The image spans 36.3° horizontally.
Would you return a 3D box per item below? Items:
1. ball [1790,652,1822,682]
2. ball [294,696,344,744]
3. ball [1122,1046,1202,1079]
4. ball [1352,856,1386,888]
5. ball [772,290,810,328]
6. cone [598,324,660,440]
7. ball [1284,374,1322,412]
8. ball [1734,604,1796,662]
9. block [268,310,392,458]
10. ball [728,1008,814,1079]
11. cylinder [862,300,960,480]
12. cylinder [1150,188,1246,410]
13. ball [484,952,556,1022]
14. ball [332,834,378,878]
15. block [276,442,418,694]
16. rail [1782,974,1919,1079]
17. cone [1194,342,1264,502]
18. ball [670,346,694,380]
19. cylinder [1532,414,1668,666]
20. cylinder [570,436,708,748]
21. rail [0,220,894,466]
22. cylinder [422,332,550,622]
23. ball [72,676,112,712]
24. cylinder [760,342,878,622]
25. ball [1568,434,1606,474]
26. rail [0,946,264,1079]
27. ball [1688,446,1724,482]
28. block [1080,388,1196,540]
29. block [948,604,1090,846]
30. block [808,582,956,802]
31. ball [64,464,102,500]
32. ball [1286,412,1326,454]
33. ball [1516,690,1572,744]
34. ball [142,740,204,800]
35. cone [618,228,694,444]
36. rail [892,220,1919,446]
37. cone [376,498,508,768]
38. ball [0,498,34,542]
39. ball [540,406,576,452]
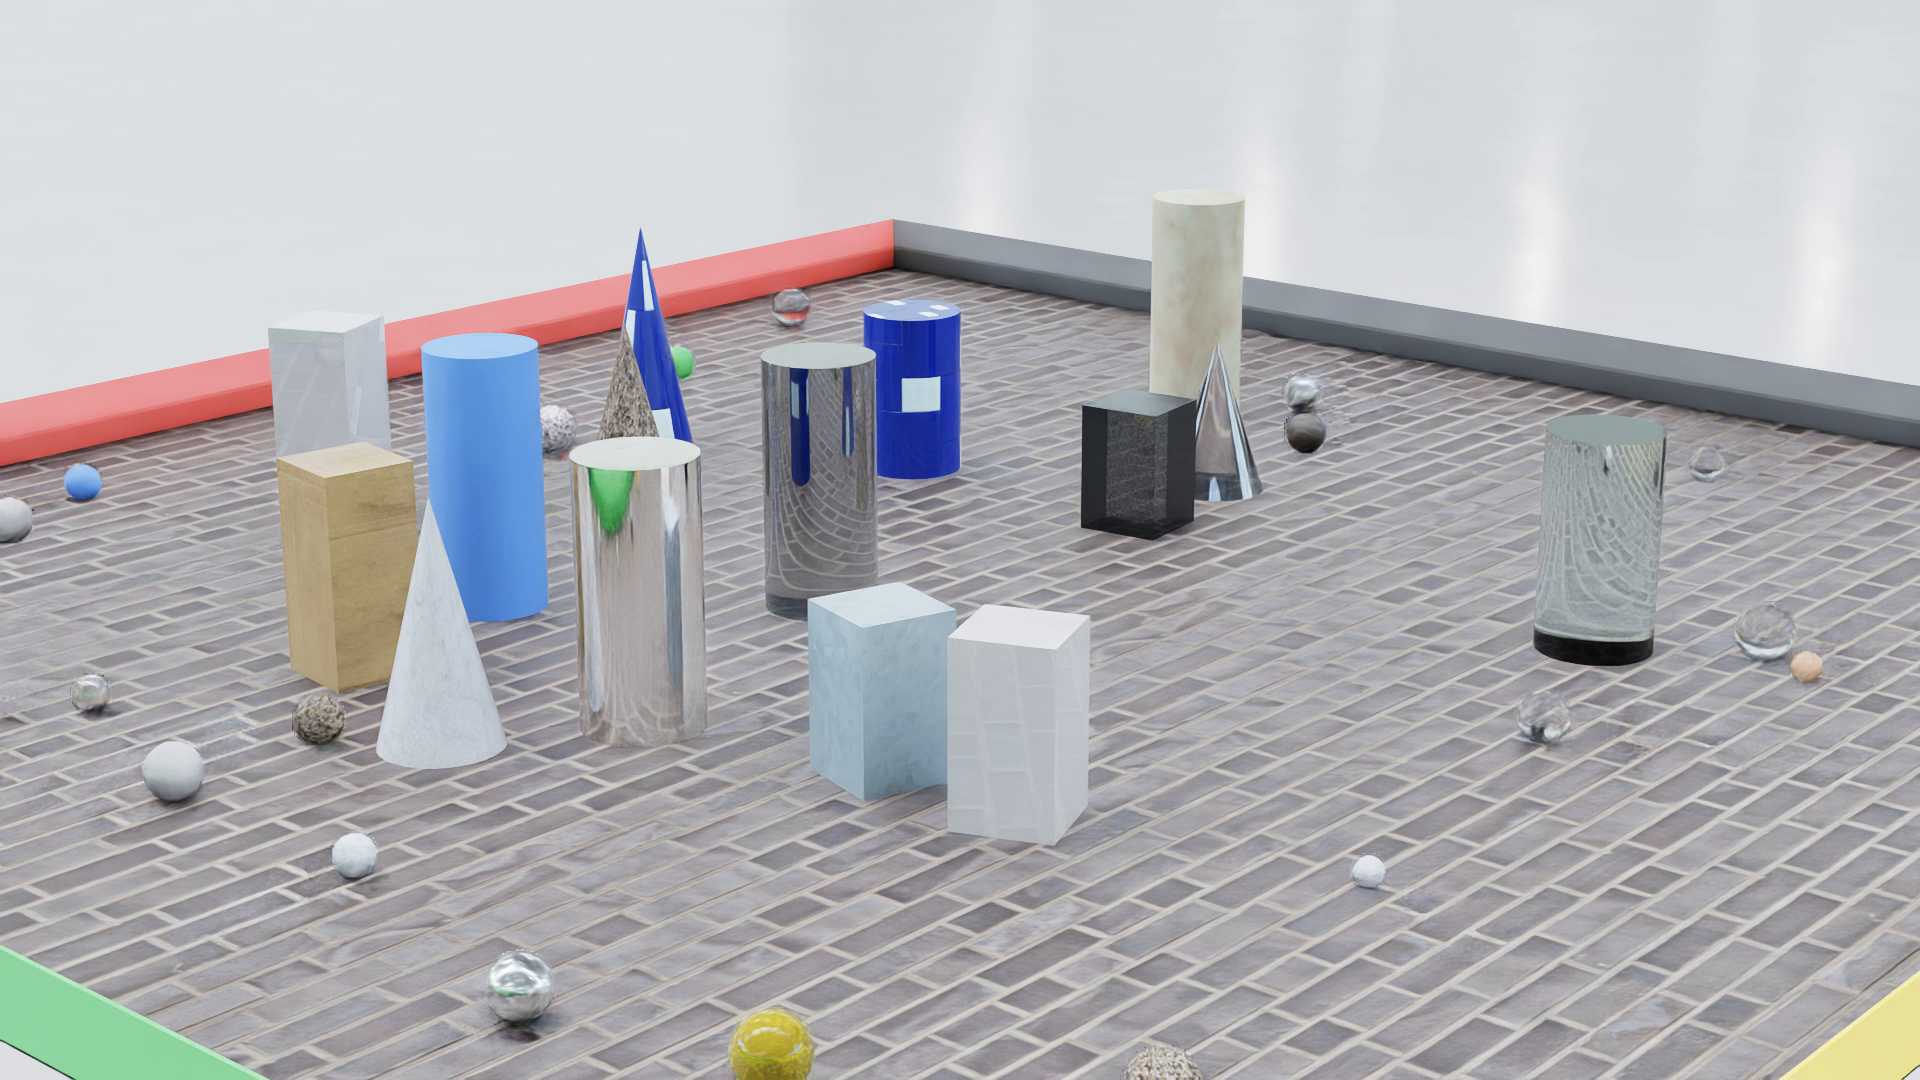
[{"bbox_3d":[1.355,0.203,4.692,0.049,0.049,0.049,0,17,0],"label":"ball"},{"bbox_3d":[-0.966,0.271,4.420,0.075,0.075,0.075,0,17,0],"label":"ball"},{"bbox_3d":[0.225,0.611,3.265,0.092,0.092,0.092,0,17,0],"label":"ball"},{"bbox_3d":[0.545,0.442,3.907,0.043,0.043,0.043,0,17,0],"label":"ball"},{"bbox_3d":[-0.412,-0.566,7.166,0.093,0.093,0.093,0,17,0],"label":"ball"},{"bbox_3d":[-0.631,-0.232,5.574,0.196,0.372,0.196,0,17,0],"label":"cone"},{"bbox_3d":[0.744,-0.319,6.367,0.081,0.081,0.081,0,17,0],"label":"ball"},{"bbox_3d":[1.313,0.151,4.779,0.097,0.097,0.097,0,17,0],"label":"ball"},{"bbox_3d":[-1.189,-0.229,5.554,0.156,0.378,0.156,5,18,17],"label":"block"},{"bbox_3d":[-0.215,0.584,3.343,0.098,0.098,0.098,0,17,0],"label":"ball"},{"bbox_3d":[-0.096,-0.304,5.899,0.196,0.323,0.196,0,17,0],"label":"cylinder"},{"bbox_3d":[0.508,-0.502,6.295,0.196,0.473,0.196,0,17,0],"label":"cylinder"},{"bbox_3d":[-0.528,0.537,3.523,0.083,0.083,0.083,0,17,0],"label":"ball"},{"bbox_3d":[-0.813,0.424,3.938,0.060,0.060,0.060,0,17,0],"label":"ball"},{"bbox_3d":[-0.975,0.042,4.697,0.156,0.354,0.156,-14,22,-38],"label":"block"},{"bbox_3d":[1.510,0.410,3.865,0.045,0.127,4.112,14,22,39],"label":"rail"},{"bbox_3d":[0.501,-0.246,5.748,0.196,0.298,0.196,0,17,0],"label":"cone"},{"bbox_3d":[-0.641,-0.401,6.643,0.078,0.078,0.078,0,17,0],"label":"ball"},{"bbox_3d":[1.049,-0.001,4.808,0.196,0.372,0.196,0,17,0],"label":"cylinder"},{"bbox_3d":[-0.485,0.077,4.443,0.196,0.433,0.196,0,17,0],"label":"cylinder"},{"bbox_3d":[-1.510,-0.347,6.376,0.045,0.127,4.112,14,22,39],"label":"rail"},{"bbox_3d":[-0.811,-0.109,5.015,0.196,0.458,0.196,0,17,0],"label":"cylinder"},{"bbox_3d":[-1.349,0.239,4.558,0.057,0.057,0.057,0,17,0],"label":"ball"},{"bbox_3d":[-0.239,-0.100,5.017,0.196,0.442,0.196,0,17,0],"label":"cylinder"},{"bbox_3d":[1.259,-0.173,5.890,0.077,0.077,0.077,0,17,0],"label":"ball"},{"bbox_3d":[-1.332,0.475,3.651,4.048,0.127,0.045,14,22,39],"label":"rail"},{"bbox_3d":[1.482,-0.151,5.826,0.071,0.071,0.071,0,17,0],"label":"ball"},{"bbox_3d":[0.336,-0.144,5.514,0.156,0.237,0.156,11,20,32],"label":"block"},{"bbox_3d":[0.083,0.257,4.103,0.156,0.286,0.156,6,18,19],"label":"block"},{"bbox_3d":[-0.113,0.218,4.270,0.156,0.263,0.156,-10,20,-31],"label":"block"},{"bbox_3d":[-1.706,-0.112,5.701,0.070,0.070,0.070,0,17,0],"label":"ball"},{"bbox_3d":[0.713,-0.220,6.035,0.083,0.083,0.083,0,17,0],"label":"ball"},{"bbox_3d":[0.881,0.267,4.423,0.080,0.080,0.080,0,17,0],"label":"ball"},{"bbox_3d":[-1.127,0.331,4.203,0.086,0.086,0.086,0,17,0],"label":"ball"},{"bbox_3d":[-0.648,-0.414,6.013,0.196,0.467,0.196,0,17,0],"label":"cone"},{"bbox_3d":[1.332,-0.411,6.589,4.048,0.127,0.045,14,22,39],"label":"rail"},{"bbox_3d":[-0.782,0.123,4.367,0.196,0.390,0.196,0,17,0],"label":"cone"},{"bbox_3d":[-1.759,-0.037,5.428,0.083,0.083,0.083,0,17,0],"label":"ball"},{"bbox_3d":[-0.841,-0.229,6.040,0.096,0.096,0.096,0,17,0],"label":"ball"}]
